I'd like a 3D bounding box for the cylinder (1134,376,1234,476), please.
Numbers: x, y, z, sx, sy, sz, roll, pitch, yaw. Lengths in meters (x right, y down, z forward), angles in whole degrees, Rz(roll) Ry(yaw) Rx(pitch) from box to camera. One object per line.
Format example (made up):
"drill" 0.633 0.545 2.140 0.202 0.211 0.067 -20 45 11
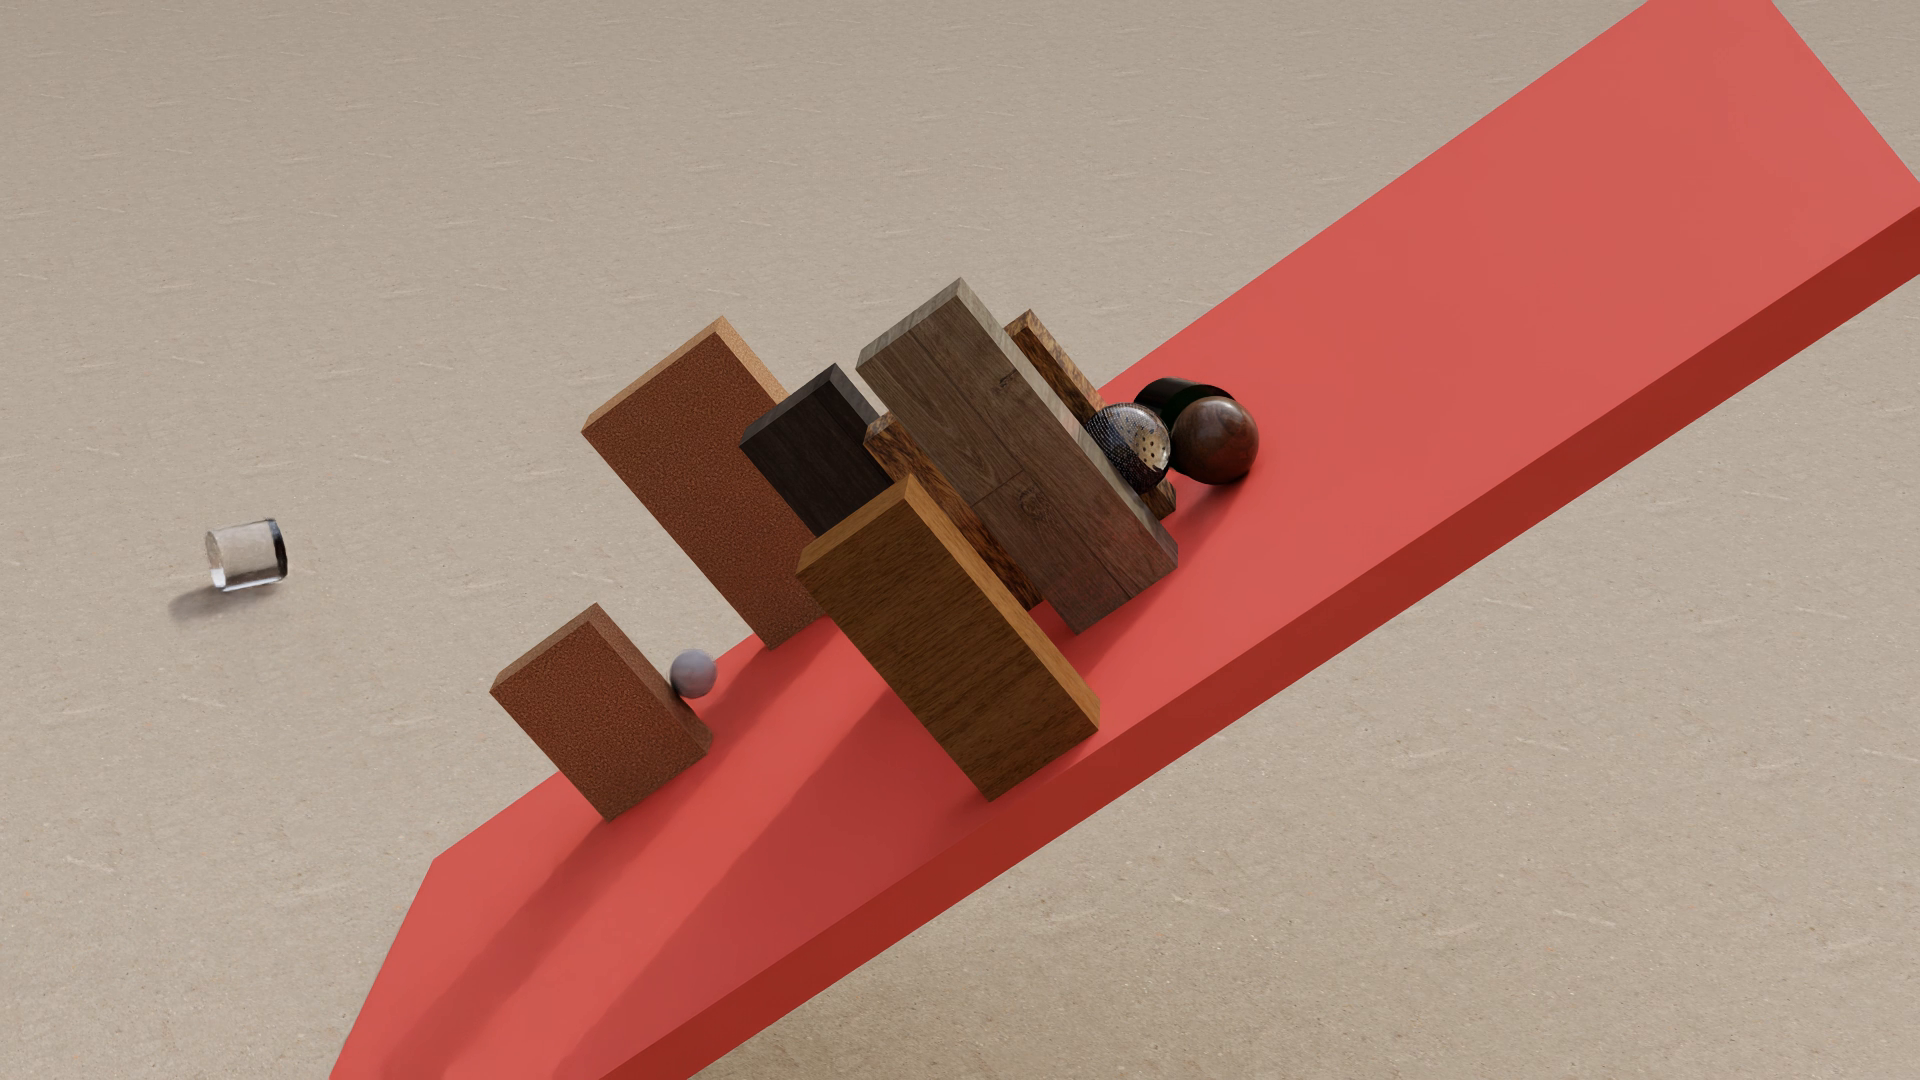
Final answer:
"cylinder" 0.472 -0.237 6.139 0.193 0.193 0.193 -6 9 -14

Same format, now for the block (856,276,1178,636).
"block" 0.117 -0.160 5.789 0.251 0.705 0.115 -35 16 17

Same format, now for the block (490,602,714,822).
"block" -0.845 0.410 6.949 0.312 0.431 0.104 -35 16 17

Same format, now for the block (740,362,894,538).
"block" -0.172 -0.055 6.309 0.249 0.628 0.111 -35 16 17

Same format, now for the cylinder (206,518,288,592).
"cylinder" -2.336 0.050 9.631 0.207 0.207 0.207 -12 26 -27

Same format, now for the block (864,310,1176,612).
"block" 0.127 -0.151 6.122 0.430 0.502 0.110 -35 16 17

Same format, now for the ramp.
"ramp" 0.125 0.182 6.330 4.000 0.100 2.000 -35 16 17

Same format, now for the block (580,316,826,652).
"block" -0.517 -0.132 7.146 0.427 0.721 0.119 -35 16 17

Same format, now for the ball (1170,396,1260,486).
"ball" 0.516 -0.202 5.960 0.181 0.181 0.181 0 23 0

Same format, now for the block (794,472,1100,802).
"block" -0.018 0.182 5.402 0.254 0.573 0.124 -35 16 17

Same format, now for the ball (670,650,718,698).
"ball" -0.633 0.319 6.971 0.113 0.113 0.113 0 23 0

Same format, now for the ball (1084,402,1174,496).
"ball" 0.333 -0.182 5.930 0.193 0.193 0.193 0 23 0
